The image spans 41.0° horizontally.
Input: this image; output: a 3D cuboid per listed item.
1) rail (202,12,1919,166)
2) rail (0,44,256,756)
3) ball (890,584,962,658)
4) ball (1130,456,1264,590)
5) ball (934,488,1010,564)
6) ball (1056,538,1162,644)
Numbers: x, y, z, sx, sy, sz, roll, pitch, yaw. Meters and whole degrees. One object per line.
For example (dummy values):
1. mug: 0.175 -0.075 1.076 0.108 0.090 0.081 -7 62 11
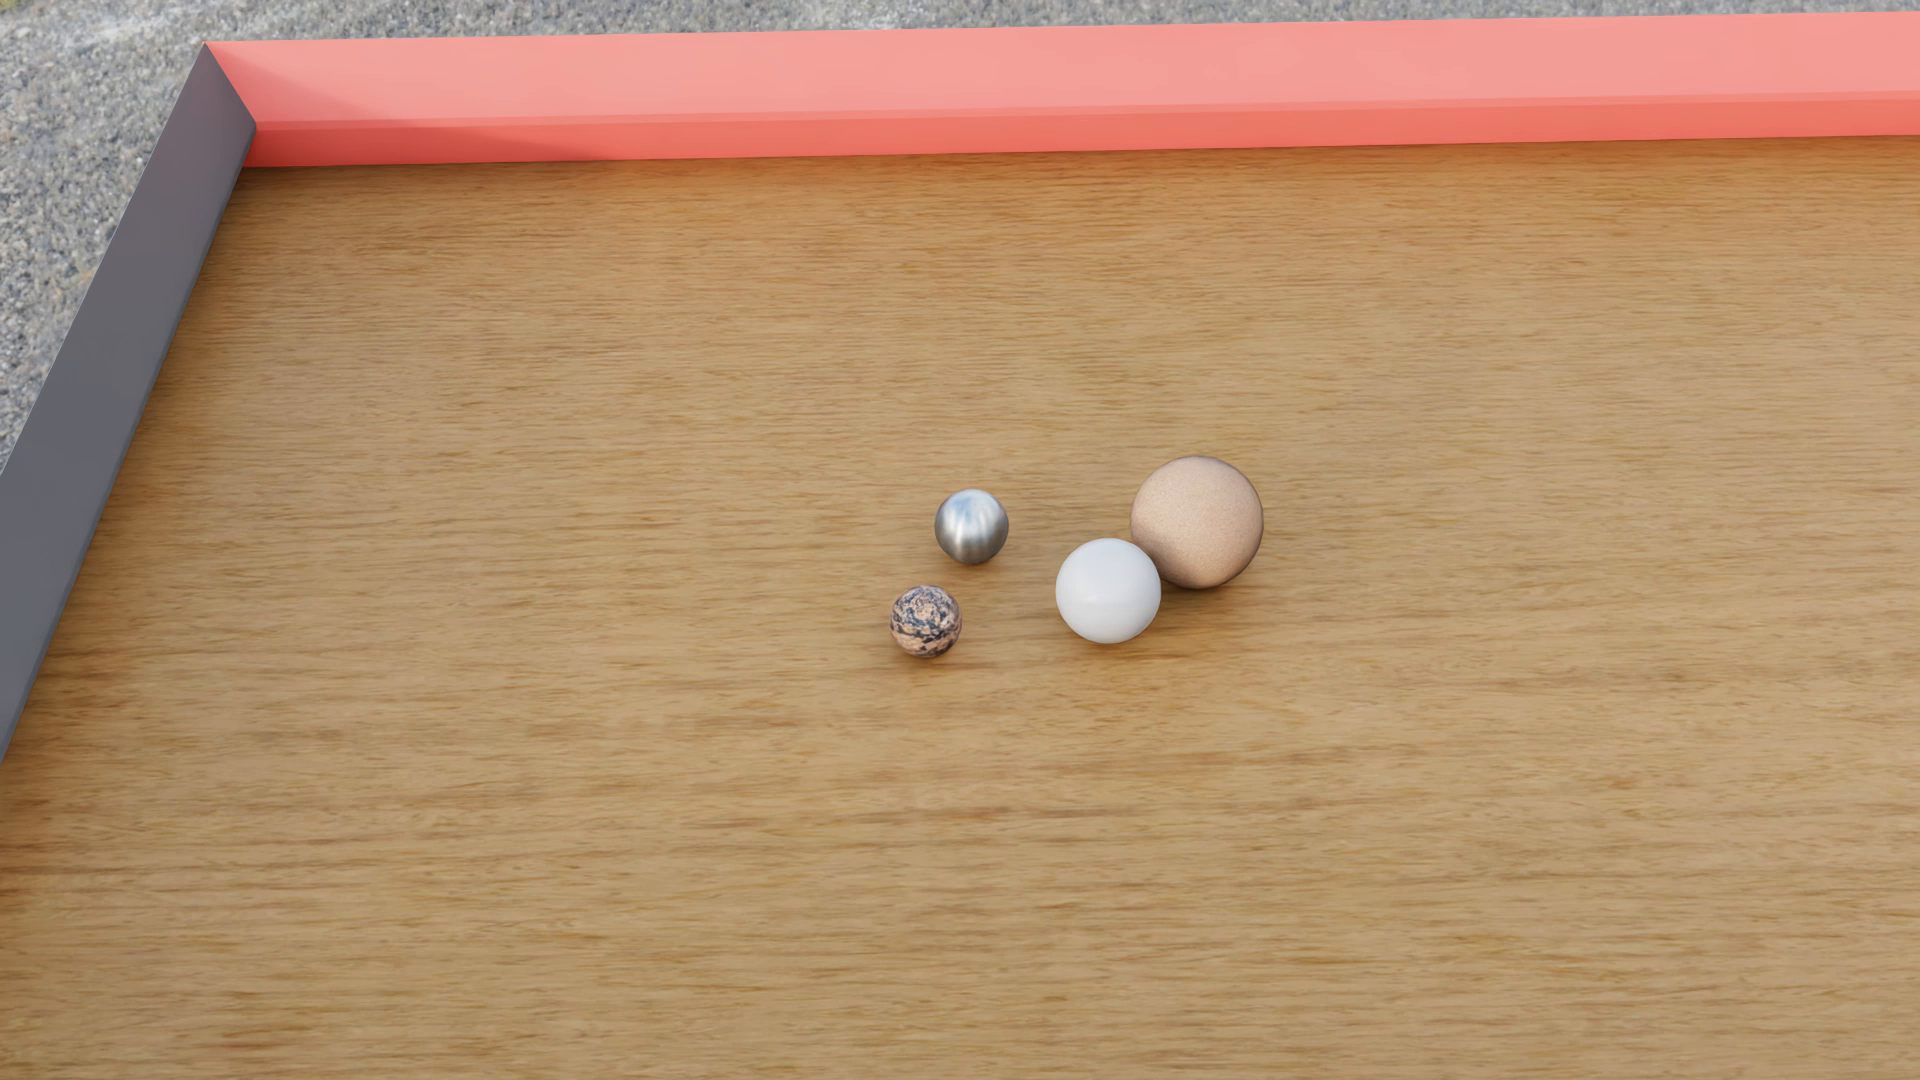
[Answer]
1. rail: 0.617 -0.411 2.341 2.580 0.122 0.045 -1 35 -2
2. rail: -0.621 -0.008 1.771 0.045 0.122 1.337 -1 35 -2
3. ball: -0.023 0.055 1.746 0.050 0.050 0.050 0 35 0
4. ball: 0.166 -0.012 1.803 0.094 0.094 0.094 0 35 0
5. ball: 0.008 -0.010 1.835 0.054 0.054 0.054 0 35 0
6. ball: 0.101 0.035 1.755 0.073 0.073 0.073 0 35 0
